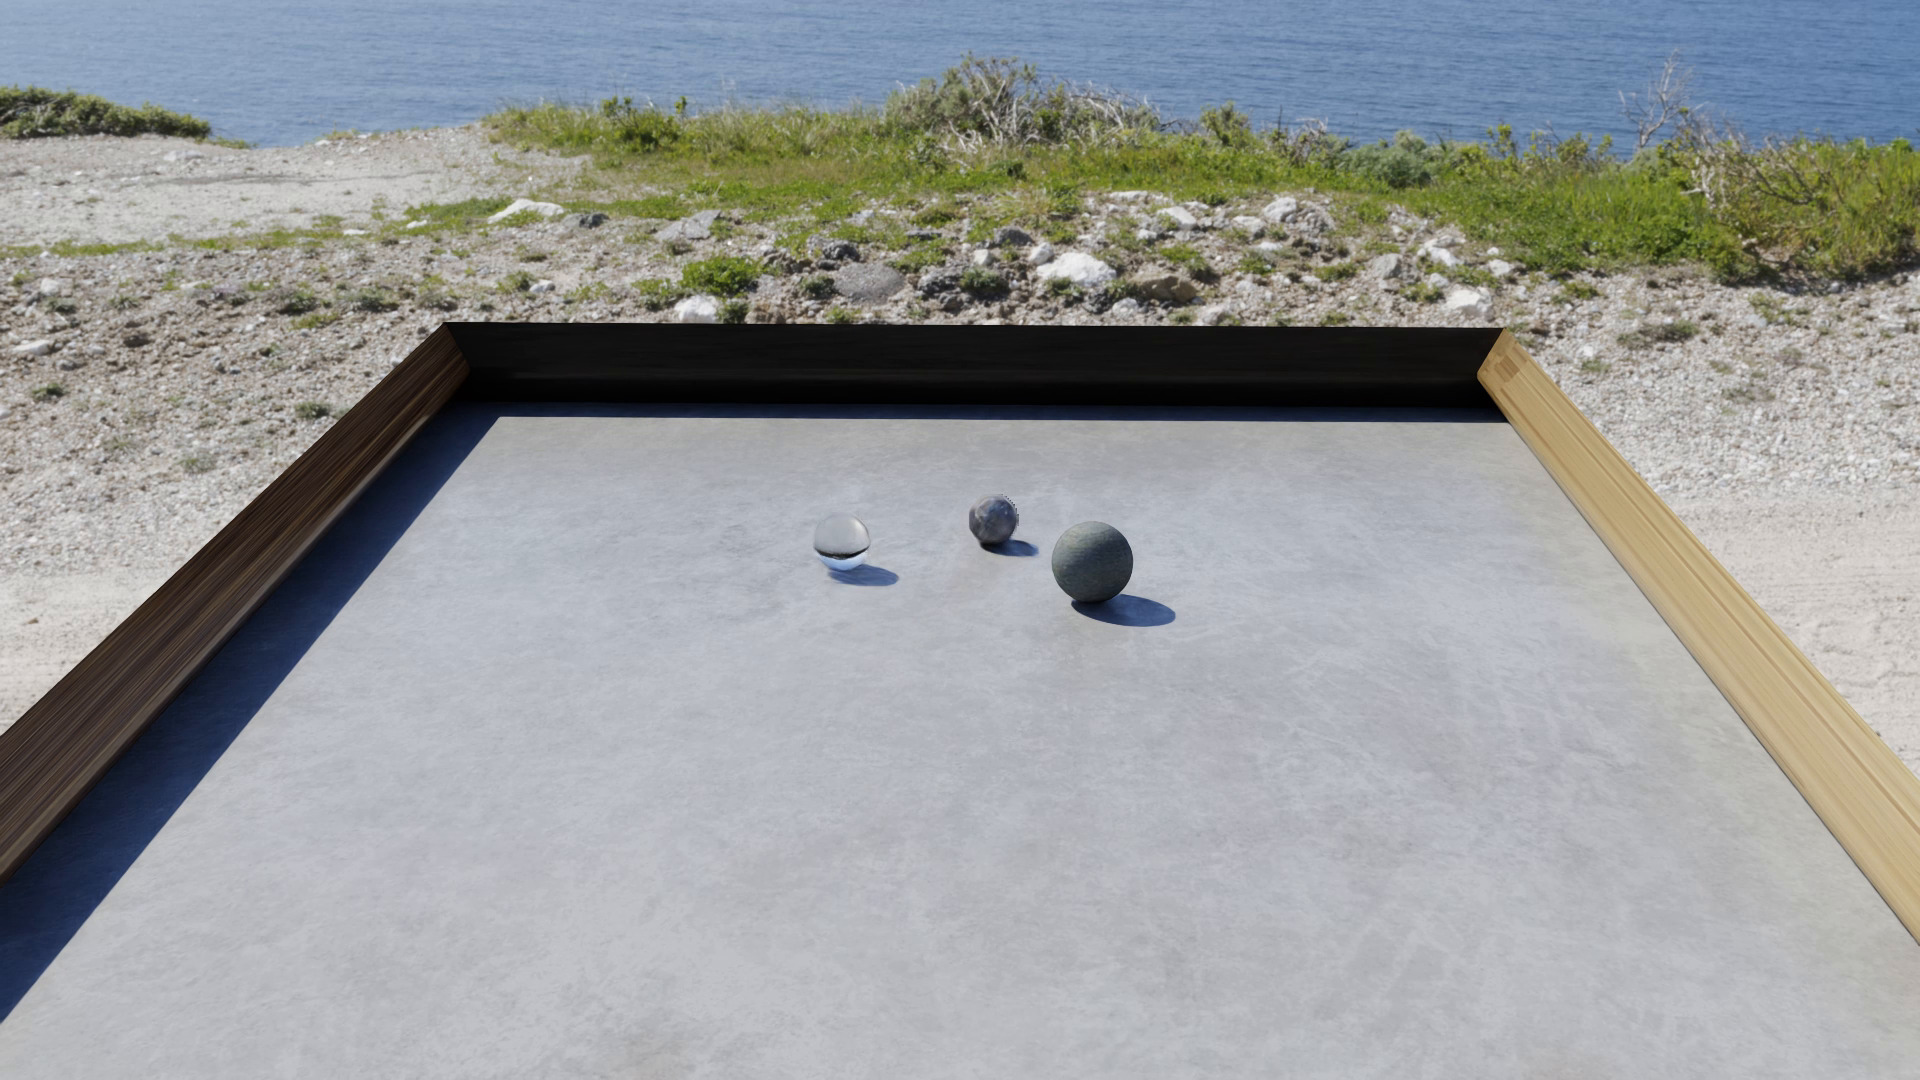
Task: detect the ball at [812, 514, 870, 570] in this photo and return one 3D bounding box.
[{"bbox_3d":[-0.135,0.002,2.516,0.066,0.066,0.066,0,19,0],"label":"ball"}]

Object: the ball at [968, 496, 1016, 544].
[{"bbox_3d":[0.038,-0.024,2.607,0.058,0.058,0.058,0,19,0],"label":"ball"}]

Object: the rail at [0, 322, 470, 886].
[{"bbox_3d":[-0.759,0.210,1.823,0.045,0.117,2.920,0,19,1],"label":"rail"}]

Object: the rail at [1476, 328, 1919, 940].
[{"bbox_3d":[0.726,0.221,1.791,0.045,0.117,2.920,0,19,1],"label":"rail"}]

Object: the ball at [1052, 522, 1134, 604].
[{"bbox_3d":[0.145,0.024,2.415,0.090,0.090,0.090,0,19,0],"label":"ball"}]

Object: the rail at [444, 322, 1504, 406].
[{"bbox_3d":[0.016,-0.247,3.167,1.532,0.117,0.045,0,19,1],"label":"rail"}]
